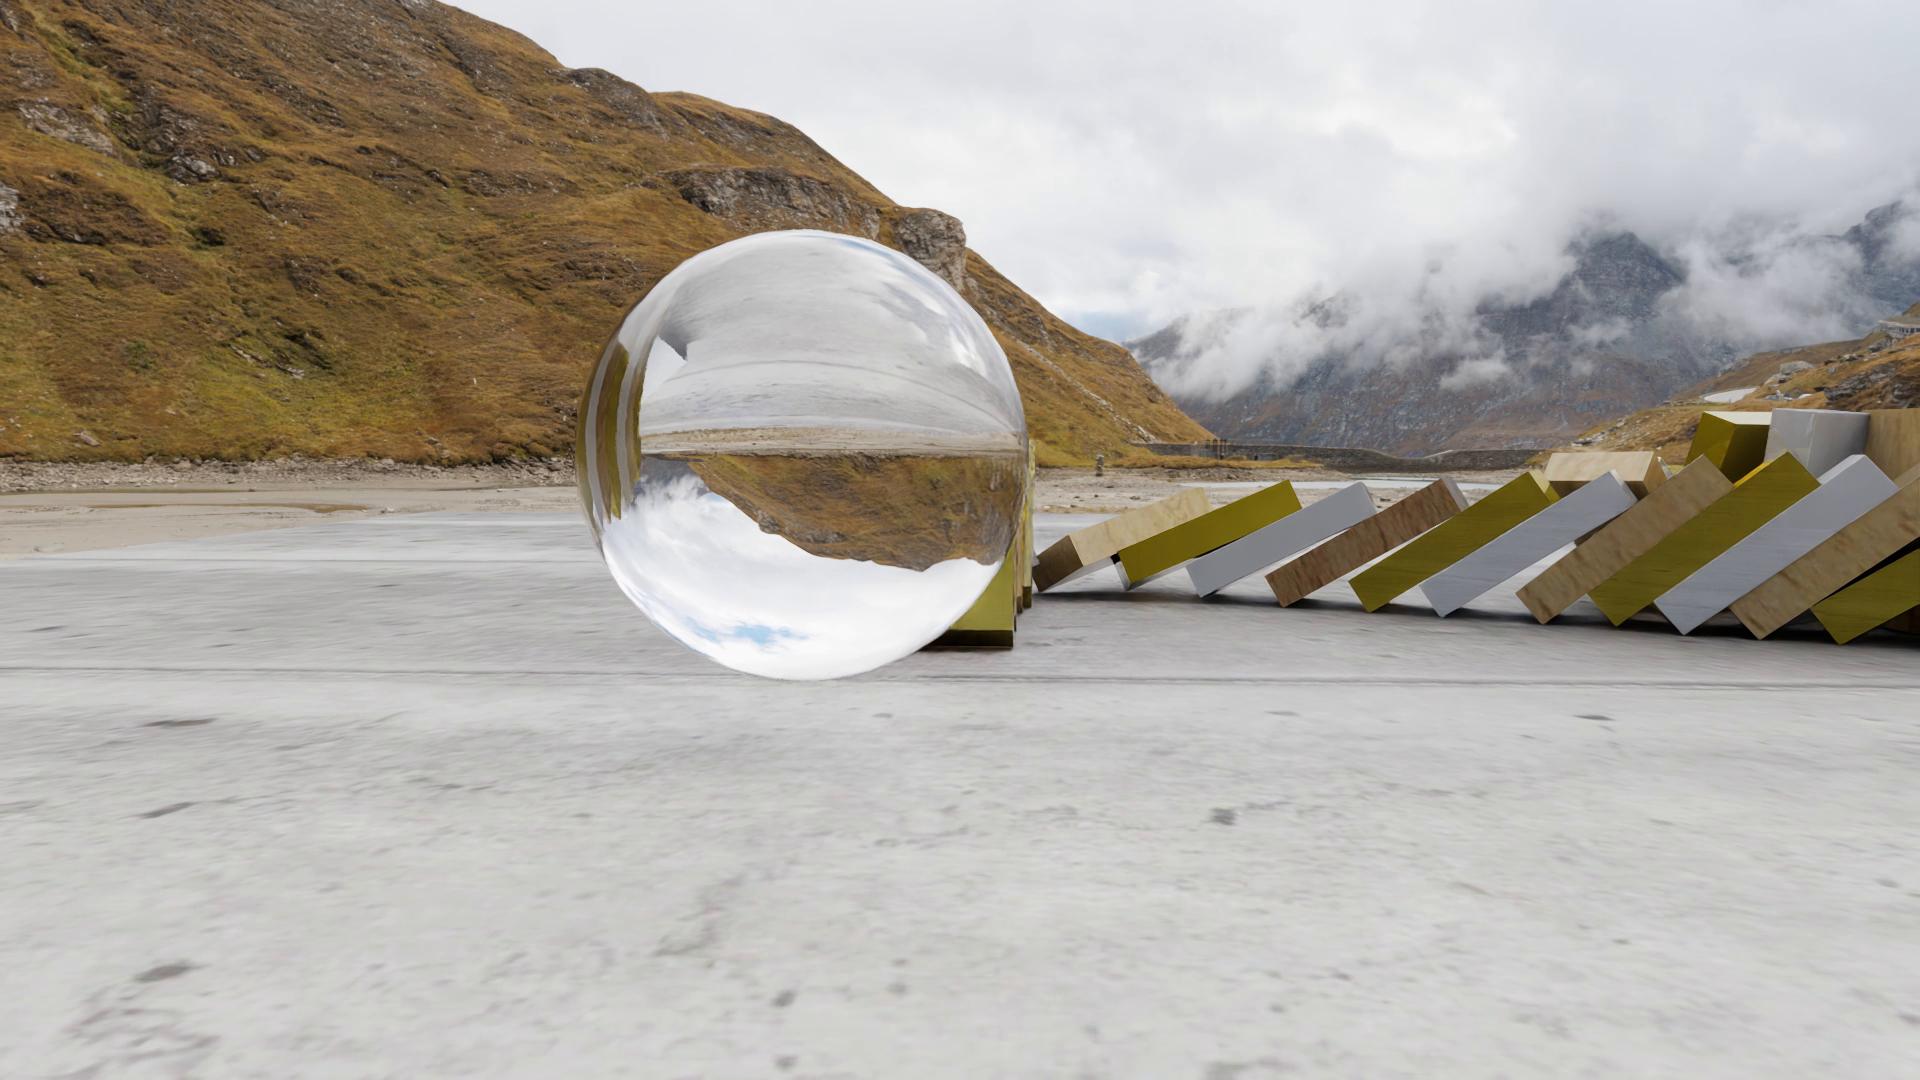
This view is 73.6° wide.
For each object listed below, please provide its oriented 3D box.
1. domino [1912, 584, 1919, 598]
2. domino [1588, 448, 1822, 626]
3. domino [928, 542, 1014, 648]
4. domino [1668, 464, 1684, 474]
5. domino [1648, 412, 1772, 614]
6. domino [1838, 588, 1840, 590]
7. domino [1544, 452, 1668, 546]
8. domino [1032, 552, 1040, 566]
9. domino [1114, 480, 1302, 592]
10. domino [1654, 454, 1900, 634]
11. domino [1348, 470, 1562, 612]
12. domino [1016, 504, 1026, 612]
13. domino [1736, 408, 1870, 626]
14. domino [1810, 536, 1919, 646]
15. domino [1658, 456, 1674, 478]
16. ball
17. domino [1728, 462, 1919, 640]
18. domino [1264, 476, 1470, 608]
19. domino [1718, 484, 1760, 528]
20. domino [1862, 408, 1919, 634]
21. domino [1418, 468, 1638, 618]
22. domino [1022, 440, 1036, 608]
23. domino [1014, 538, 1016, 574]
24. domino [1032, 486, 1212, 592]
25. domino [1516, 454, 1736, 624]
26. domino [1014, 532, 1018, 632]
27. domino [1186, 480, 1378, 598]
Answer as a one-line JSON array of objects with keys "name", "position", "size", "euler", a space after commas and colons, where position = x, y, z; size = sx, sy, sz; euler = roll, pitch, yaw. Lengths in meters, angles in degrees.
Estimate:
[{"name": "domino", "position": [0.225, 0.003, 0.260], "size": [0.050, 0.009, 0.025], "euler": [-38, -4, 24]}, {"name": "domino", "position": [0.169, -0.001, 0.293], "size": [0.050, 0.009, 0.025], "euler": [-45, -17, 27]}, {"name": "domino", "position": [-0.001, -0.002, 0.276], "size": [0.025, 0.050, 0.009], "euler": [0, -26, 4]}, {"name": "domino", "position": [0.205, -0.003, 0.358], "size": [0.050, 0.009, 0.025], "euler": [37, -12, -23]}, {"name": "domino", "position": [0.189, -0.006, 0.318], "size": [0.025, 0.050, 0.009], "euler": [-2, 24, -20]}, {"name": "domino", "position": [0.233, 0.009, 0.388], "size": [0.025, 0.010, 0.050], "euler": [-3, 5, -38]}, {"name": "domino", "position": [0.174, -0.003, 0.335], "size": [0.025, 0.009, 0.050], "euler": [3, -36, 50]}, {"name": "domino", "position": [0.006, 0.005, 0.374], "size": [0.025, 0.009, 0.050], "euler": [-24, 6, -4]}, {"name": "domino", "position": [0.068, -0.001, 0.357], "size": [0.050, 0.009, 0.025], "euler": [-23, -9, 1]}, {"name": "domino", "position": [0.180, 0.001, 0.286], "size": [0.050, 0.009, 0.025], "euler": [-44, -17, 24]}, {"name": "domino", "position": [0.125, 0.000, 0.323], "size": [0.050, 0.009, 0.025], "euler": [-37, -14, 27]}, {"name": "domino", "position": [0.004, -0.006, 0.332], "size": [0.025, 0.050, 0.009], "euler": [0, -29, 5]}, {"name": "domino", "position": [0.200, -0.006, 0.305], "size": [0.025, 0.050, 0.010], "euler": [-3, 12, -31]}, {"name": "domino", "position": [0.207, 0.003, 0.272], "size": [0.050, 0.009, 0.025], "euler": [-39, -15, 27]}, {"name": "domino", "position": [0.188, -0.003, 0.348], "size": [0.050, 0.009, 0.025], "euler": [42, -16, -25]}, {"name": "ball", "position": [-0.027, -0.015, 0.231], "size": [0.080, 0.080, 0.080], "euler": [0, 4, 0]}, {"name": "domino", "position": [0.193, 0.002, 0.280], "size": [0.050, 0.010, 0.025], "euler": [-44, -17, 25]}, {"name": "domino", "position": [0.106, 0.000, 0.334], "size": [0.050, 0.010, 0.025], "euler": [-33, -11, 25]}, {"name": "domino", "position": [0.249, 0.000, 0.368], "size": [0.025, 0.010, 0.050], "euler": [-3, 31, -33]}, {"name": "domino", "position": [0.218, -0.005, 0.295], "size": [0.009, 0.050, 0.025], "euler": [4, 4, 1]}, {"name": "domino", "position": [0.139, 0.001, 0.314], "size": [0.050, 0.010, 0.025], "euler": [-37, -14, 27]}, {"name": "domino", "position": [0.007, -0.005, 0.347], "size": [0.025, 0.050, 0.009], "euler": [0, -37, 5]}, {"name": "domino", "position": [0.000, -0.003, 0.287], "size": [0.025, 0.050, 0.009], "euler": [0, -26, 4]}, {"name": "domino", "position": [0.046, 0.000, 0.369], "size": [0.050, 0.009, 0.025], "euler": [-19, -10, -31]}, {"name": "domino", "position": [0.157, 0.000, 0.303], "size": [0.050, 0.009, 0.025], "euler": [-44, -17, 25]}, {"name": "domino", "position": [0.001, -0.004, 0.298], "size": [0.025, 0.050, 0.010], "euler": [0, -26, 4]}, {"name": "domino", "position": [0.087, 0.000, 0.346], "size": [0.050, 0.009, 0.025], "euler": [-27, -9, 18]}]
